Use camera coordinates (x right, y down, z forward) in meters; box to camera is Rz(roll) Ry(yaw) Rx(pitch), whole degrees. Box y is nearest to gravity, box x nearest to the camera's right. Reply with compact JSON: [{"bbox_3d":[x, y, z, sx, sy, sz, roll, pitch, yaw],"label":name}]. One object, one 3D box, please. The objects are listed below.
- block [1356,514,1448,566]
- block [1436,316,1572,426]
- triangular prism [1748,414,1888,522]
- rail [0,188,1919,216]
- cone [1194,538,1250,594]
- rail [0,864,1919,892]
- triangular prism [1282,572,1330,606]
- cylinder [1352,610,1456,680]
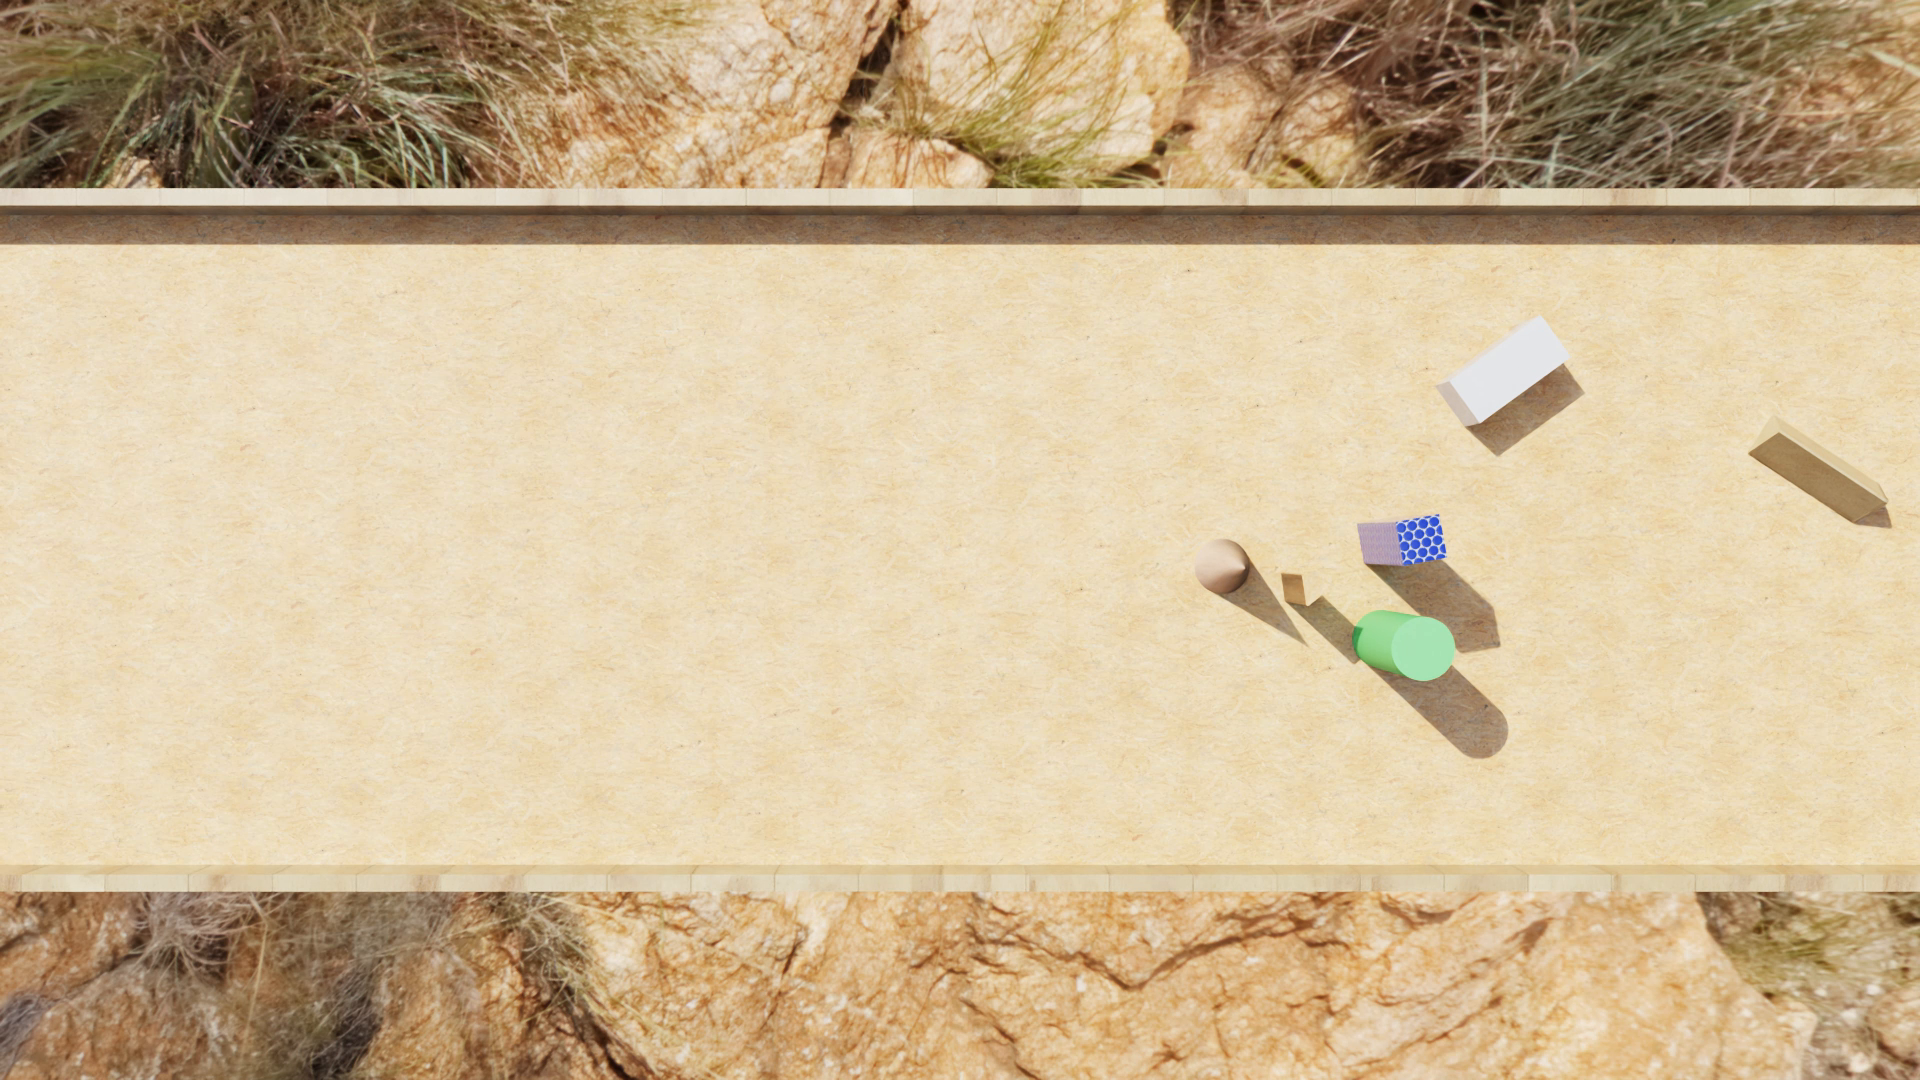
[{"bbox_3d":[1.293,-0.001,4.848,0.125,0.456,0.125,-10,90,0],"label":"block"},{"bbox_3d":[1.642,-0.510,4.999,0.336,0.155,0.155,-36,90,0],"label":"block"},{"bbox_3d":[2.624,-0.220,5.012,0.391,0.122,0.140,33,90,0],"label":"triangular prism"},{"bbox_3d":[-2.247,-1.025,5.002,12.000,0.150,0.050,0,90,0],"label":"rail"},{"bbox_3d":[0.806,0.081,4.870,0.170,0.414,0.170,0,90,0],"label":"cone"},{"bbox_3d":[-2.247,1.025,5.001,12.000,0.150,0.050,0,90,0],"label":"rail"},{"bbox_3d":[1.013,0.130,4.918,0.091,0.316,0.079,-38,90,0],"label":"triangular prism"},{"bbox_3d":[1.297,0.305,4.848,0.179,0.457,0.179,0,90,0],"label":"cylinder"}]
